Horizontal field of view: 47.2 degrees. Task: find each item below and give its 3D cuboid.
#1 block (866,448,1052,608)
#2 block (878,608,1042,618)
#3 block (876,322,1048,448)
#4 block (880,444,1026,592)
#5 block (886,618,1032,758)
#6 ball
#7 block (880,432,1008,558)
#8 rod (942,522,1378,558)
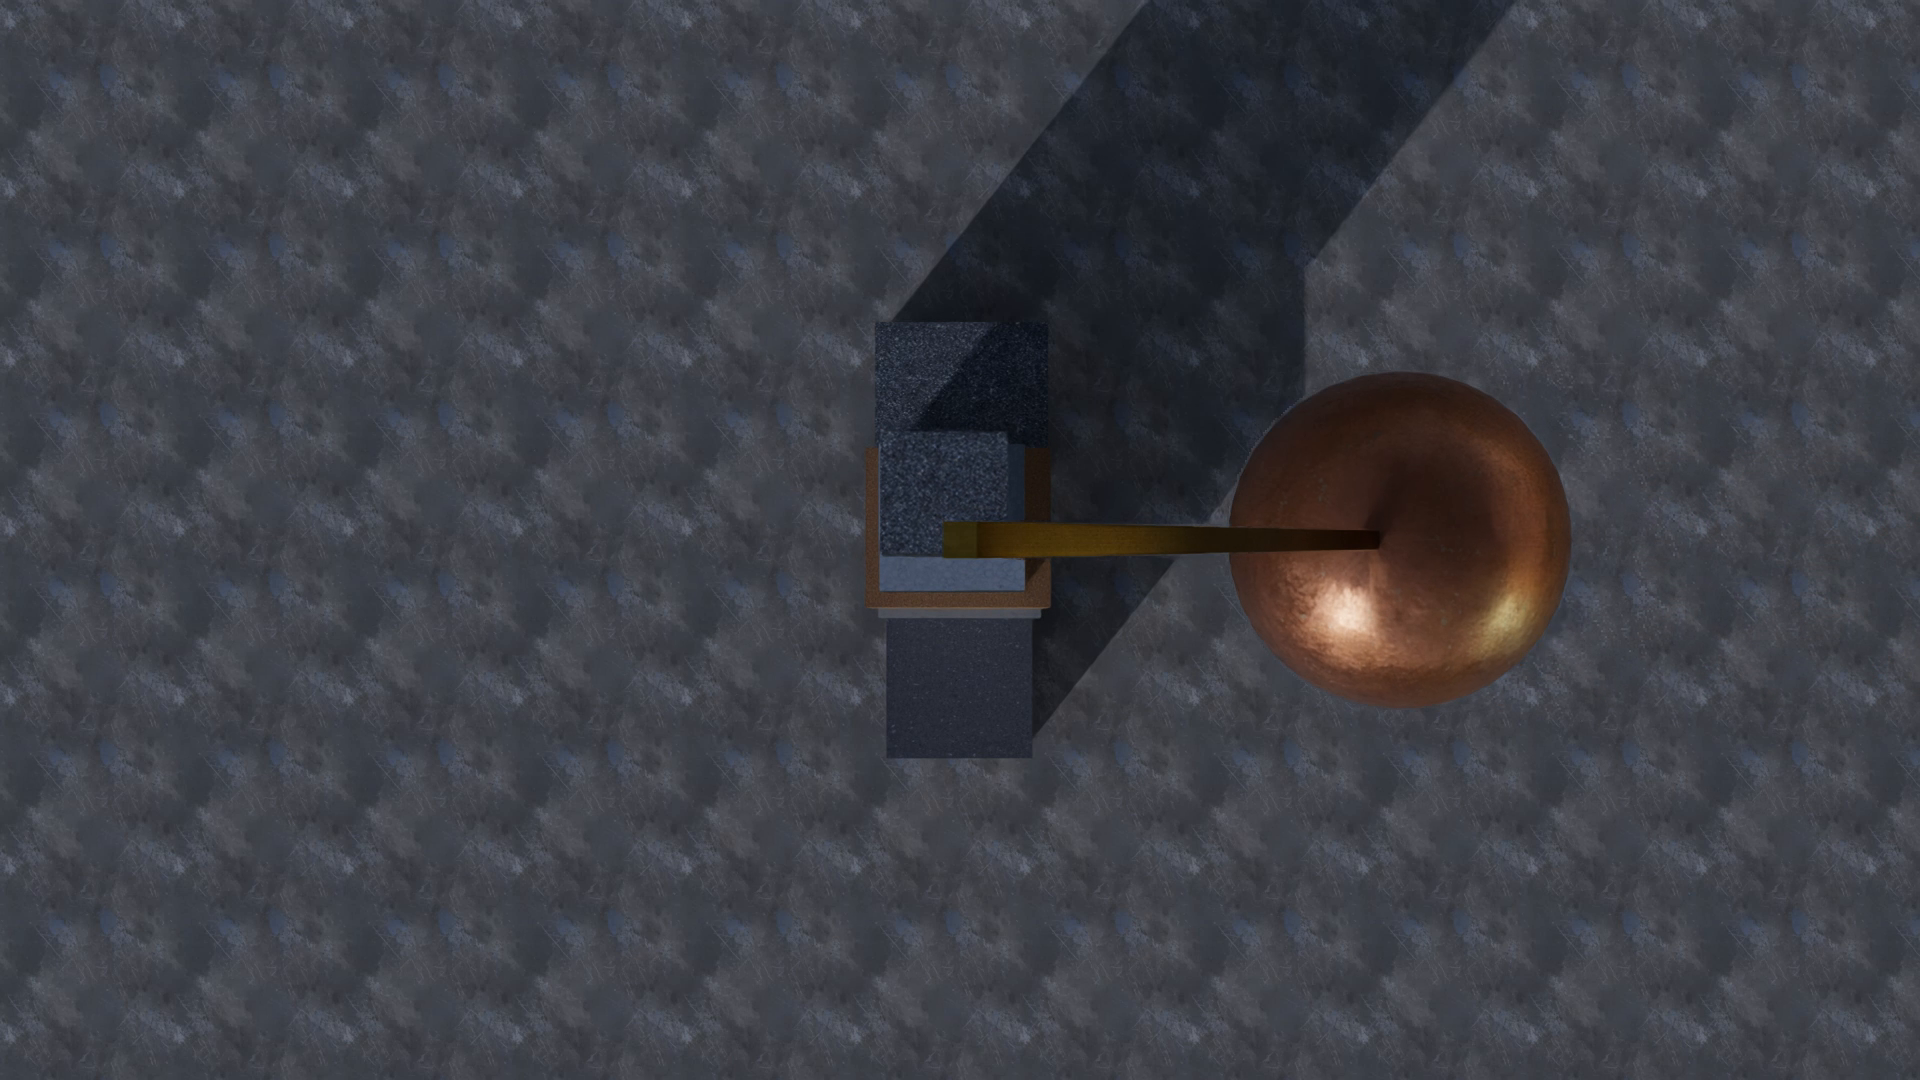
[{"bbox_3d":[-0.009,-0.043,11.000,0.891,0.891,0.766,0,88,0],"label":"block"},{"bbox_3d":[-0.001,-0.013,11.826,0.845,0.763,0.867,0,88,0],"label":"block"},{"bbox_3d":[0.009,-0.805,12.612,0.961,0.776,0.811,0,90,0],"label":"block"},{"bbox_3d":[-0.036,-0.089,10.206,0.652,0.699,0.657,0,88,0],"label":"block"},{"bbox_3d":[-0.004,0.796,12.597,0.809,0.807,0.830,0,90,0],"label":"block"},{"bbox_3d":[2.074,0.000,10.422,1.600,1.600,1.600,0,90,0],"label":"ball"},{"bbox_3d":[-0.068,-0.193,9.600,0.543,0.521,0.519,0,88,0],"label":"block"},{"bbox_3d":[0.899,0.000,7.232,0.080,5.200,0.080,0,90,20],"label":"rod"}]
